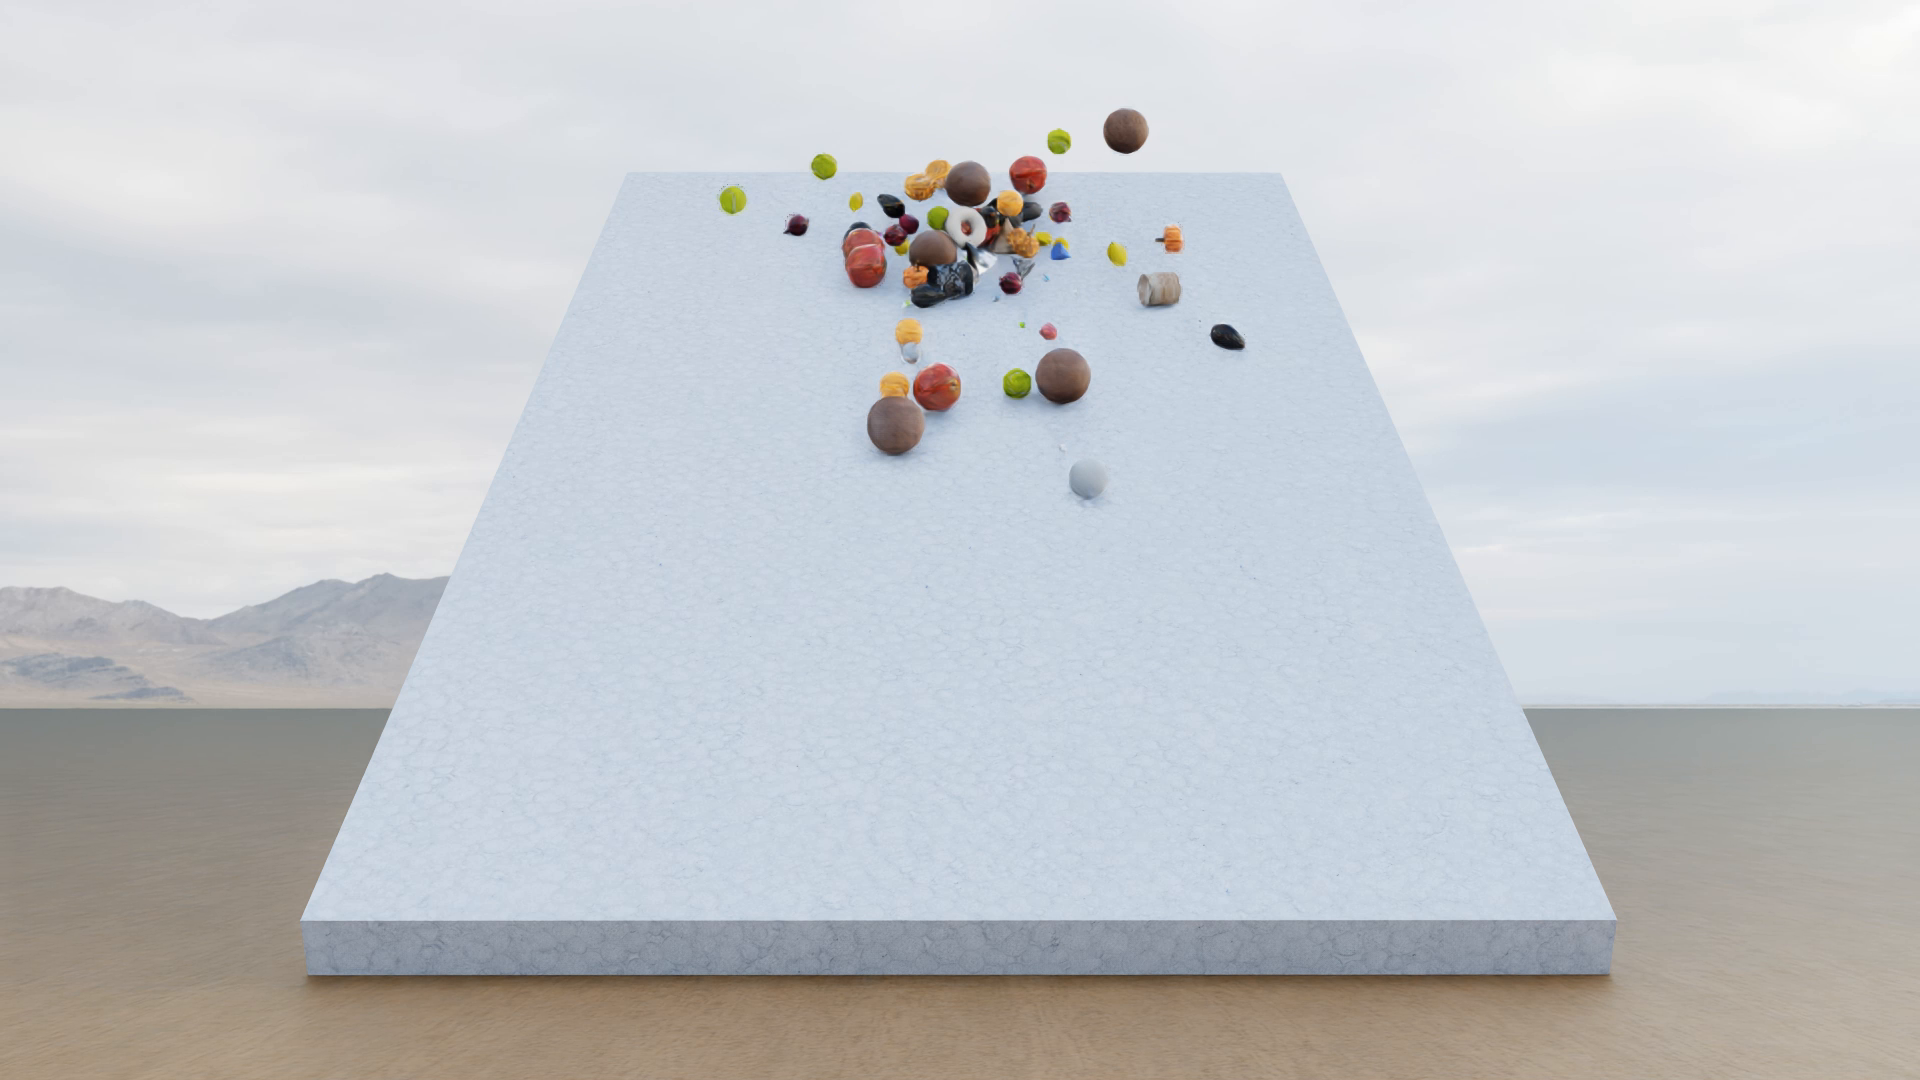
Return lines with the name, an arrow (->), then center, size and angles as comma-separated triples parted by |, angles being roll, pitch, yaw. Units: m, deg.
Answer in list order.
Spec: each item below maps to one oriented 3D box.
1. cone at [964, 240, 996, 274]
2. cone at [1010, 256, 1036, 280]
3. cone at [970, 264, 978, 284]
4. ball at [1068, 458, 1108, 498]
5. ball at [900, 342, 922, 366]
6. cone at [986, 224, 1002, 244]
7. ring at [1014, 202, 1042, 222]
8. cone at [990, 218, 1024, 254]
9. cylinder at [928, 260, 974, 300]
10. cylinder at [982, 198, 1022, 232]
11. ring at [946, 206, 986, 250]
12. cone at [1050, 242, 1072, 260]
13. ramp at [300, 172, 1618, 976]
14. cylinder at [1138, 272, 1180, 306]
cone -> 0.037, -0.765, 6.270 | 0.088, 0.088, 0.088 | -30, 23, 15
cone -> 0.155, -0.725, 6.147 | 0.061, 0.061, 0.061 | 41, 0, 6
cone -> 0.008, -0.691, 6.188 | 0.058, 0.058, 0.058 | -20, -16, 38
ball -> 0.271, -0.131, 4.968 | 0.085, 0.085, 0.085 | 0, -4, 0
ball -> -0.118, -0.451, 5.680 | 0.055, 0.055, 0.055 | 0, -4, 0
cone -> 0.104, -0.851, 6.562 | 0.056, 0.056, 0.056 | -1, 0, 11
ring -> 0.182, -0.934, 6.680 | 0.108, 0.036, 0.108 | -9, 22, 4
cone -> 0.129, -0.847, 6.476 | 0.094, 0.094, 0.094 | 0, 26, 0
cylinder -> -0.024, -0.677, 6.117 | 0.091, 0.091, 0.091 | -11, 1, -23
cylinder -> 0.120, -0.905, 6.573 | 0.080, 0.080, 0.080 | 23, -18, -39
ring -> 0.016, -0.837, 6.292 | 0.118, 0.118, 0.039 | 2, -7, -27
cone -> 0.285, -0.782, 6.420 | 0.054, 0.054, 0.054 | 19, -12, -28
ramp -> -0.009, -0.229, 5.391 | 2.000, 0.100, 4.000 | 0, 25, 0
cylinder -> 0.515, -0.650, 6.070 | 0.084, 0.084, 0.084 | -8, -2, -16
